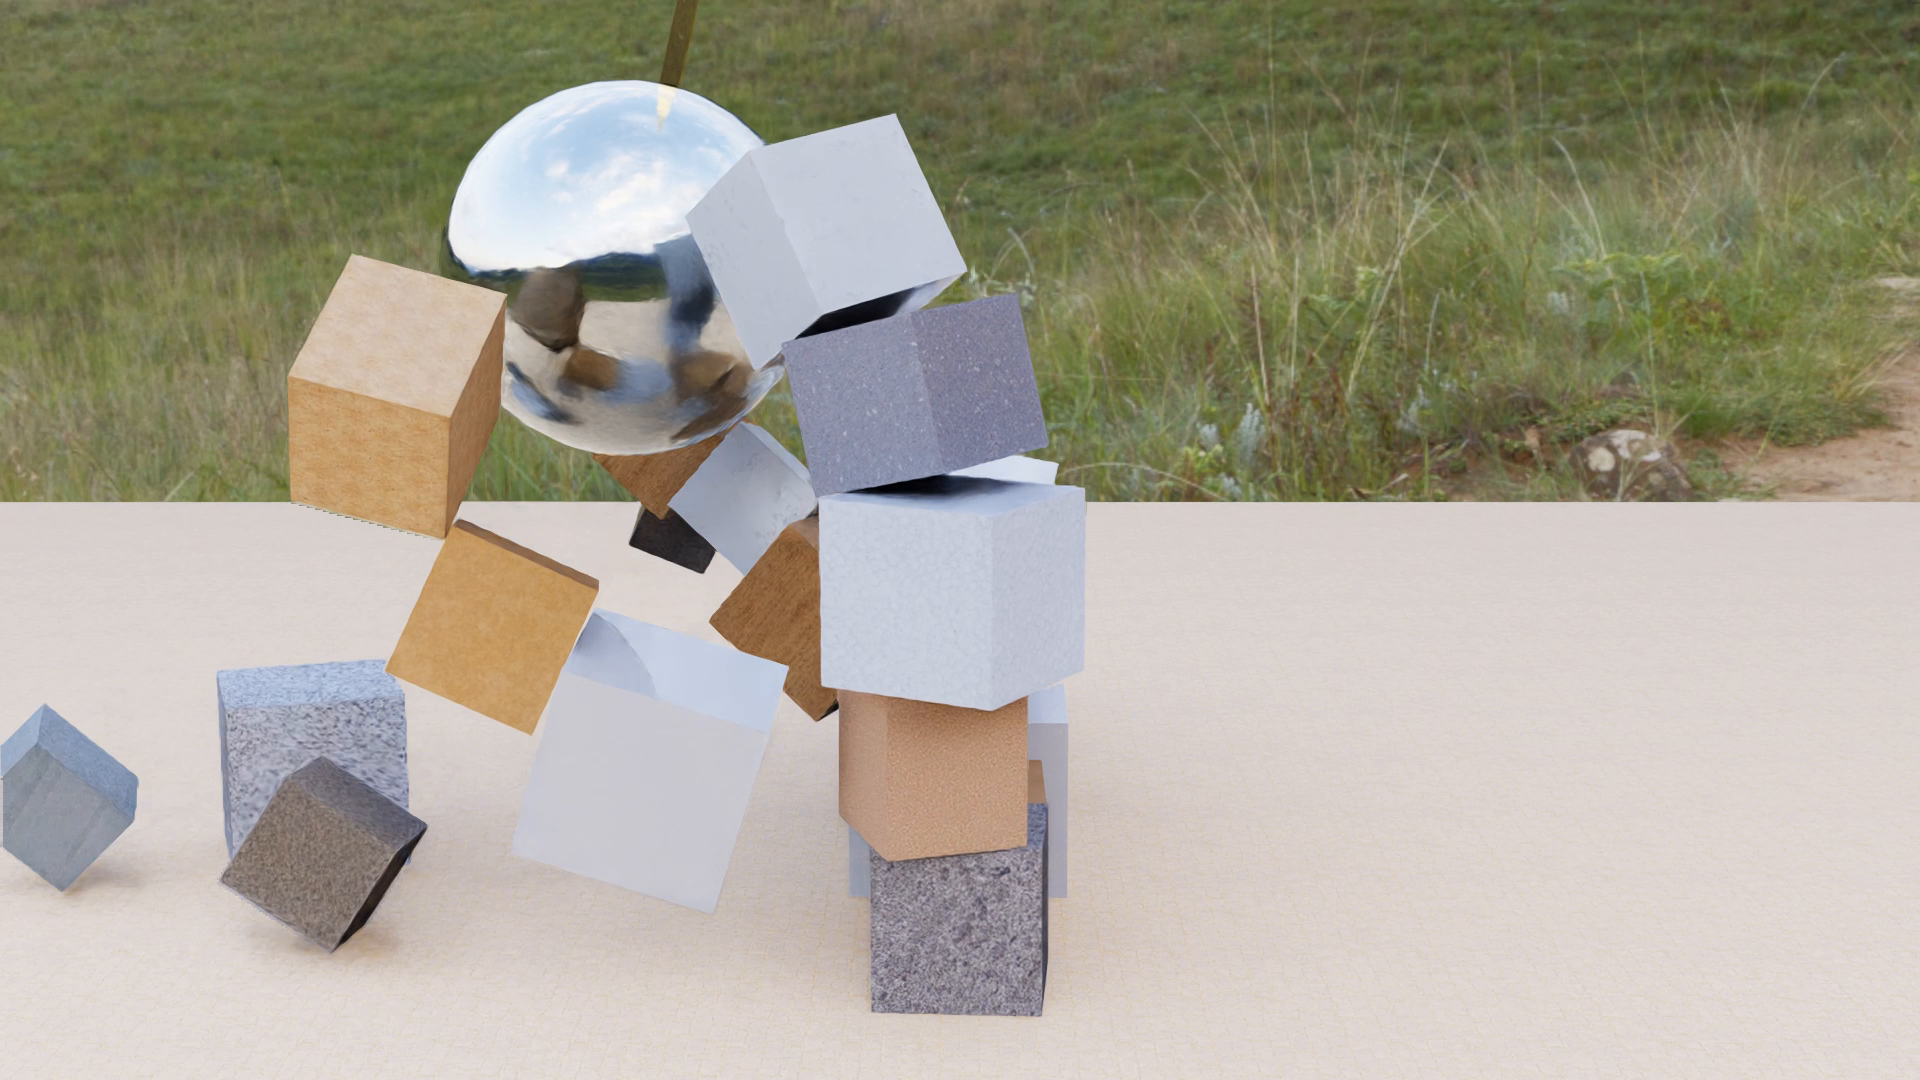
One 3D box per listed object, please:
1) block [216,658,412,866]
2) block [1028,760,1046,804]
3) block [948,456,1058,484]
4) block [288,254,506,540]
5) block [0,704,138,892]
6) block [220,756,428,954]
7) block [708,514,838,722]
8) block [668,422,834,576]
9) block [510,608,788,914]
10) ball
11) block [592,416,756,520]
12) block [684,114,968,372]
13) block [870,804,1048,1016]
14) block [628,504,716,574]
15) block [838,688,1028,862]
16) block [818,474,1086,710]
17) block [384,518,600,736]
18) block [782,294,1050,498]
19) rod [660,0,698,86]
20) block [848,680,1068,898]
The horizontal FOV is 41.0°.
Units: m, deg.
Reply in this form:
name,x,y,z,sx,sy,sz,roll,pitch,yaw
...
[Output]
name,x,y,z,sx,sy,sz,roll,pitch,yaw
block,-2.953,1.033,11.703,0.767,0.781,0.787,-3,11,-18
block,-0.003,1.305,10.669,0.701,0.615,0.700,0,10,0
block,0.142,-0.076,14.116,0.644,0.648,0.775,11,17,3
block,-2.127,-0.542,9.723,0.604,0.679,0.682,15,48,-1
block,-3.955,1.119,11.189,0.443,0.536,0.492,-44,23,1
block,-2.578,1.272,10.439,0.530,0.499,0.513,33,5,-1
block,-0.630,0.342,12.020,0.687,0.609,0.696,42,15,7
block,-0.968,-0.179,12.173,0.537,0.518,0.449,42,5,7
block,-1.213,0.856,10.131,0.817,0.778,0.788,17,16,-3
ball,-1.413,-1.160,10.969,1.600,1.600,1.600,0,10,0
block,-1.360,-0.469,12.303,0.456,0.516,0.451,42,20,7
block,-0.510,-1.123,9.711,0.679,0.664,0.582,-21,-7,-34
block,0.007,1.417,9.934,0.647,0.656,0.612,1,10,4
block,-1.431,-0.135,13.324,0.421,0.386,0.342,22,41,-11
block,-0.110,0.792,9.733,0.548,0.647,0.629,-4,11,-19
block,-0.022,0.169,9.415,0.716,0.693,0.699,6,12,30
block,-1.818,0.331,10.031,0.606,0.610,0.521,25,0,-9
block,-0.161,-0.537,9.487,0.623,0.581,0.645,-9,5,38
rod,-0.612,-4.411,10.378,0.080,5.200,0.080,13,10,-2
block,-0.003,1.088,11.411,0.941,0.776,0.813,0,10,1
